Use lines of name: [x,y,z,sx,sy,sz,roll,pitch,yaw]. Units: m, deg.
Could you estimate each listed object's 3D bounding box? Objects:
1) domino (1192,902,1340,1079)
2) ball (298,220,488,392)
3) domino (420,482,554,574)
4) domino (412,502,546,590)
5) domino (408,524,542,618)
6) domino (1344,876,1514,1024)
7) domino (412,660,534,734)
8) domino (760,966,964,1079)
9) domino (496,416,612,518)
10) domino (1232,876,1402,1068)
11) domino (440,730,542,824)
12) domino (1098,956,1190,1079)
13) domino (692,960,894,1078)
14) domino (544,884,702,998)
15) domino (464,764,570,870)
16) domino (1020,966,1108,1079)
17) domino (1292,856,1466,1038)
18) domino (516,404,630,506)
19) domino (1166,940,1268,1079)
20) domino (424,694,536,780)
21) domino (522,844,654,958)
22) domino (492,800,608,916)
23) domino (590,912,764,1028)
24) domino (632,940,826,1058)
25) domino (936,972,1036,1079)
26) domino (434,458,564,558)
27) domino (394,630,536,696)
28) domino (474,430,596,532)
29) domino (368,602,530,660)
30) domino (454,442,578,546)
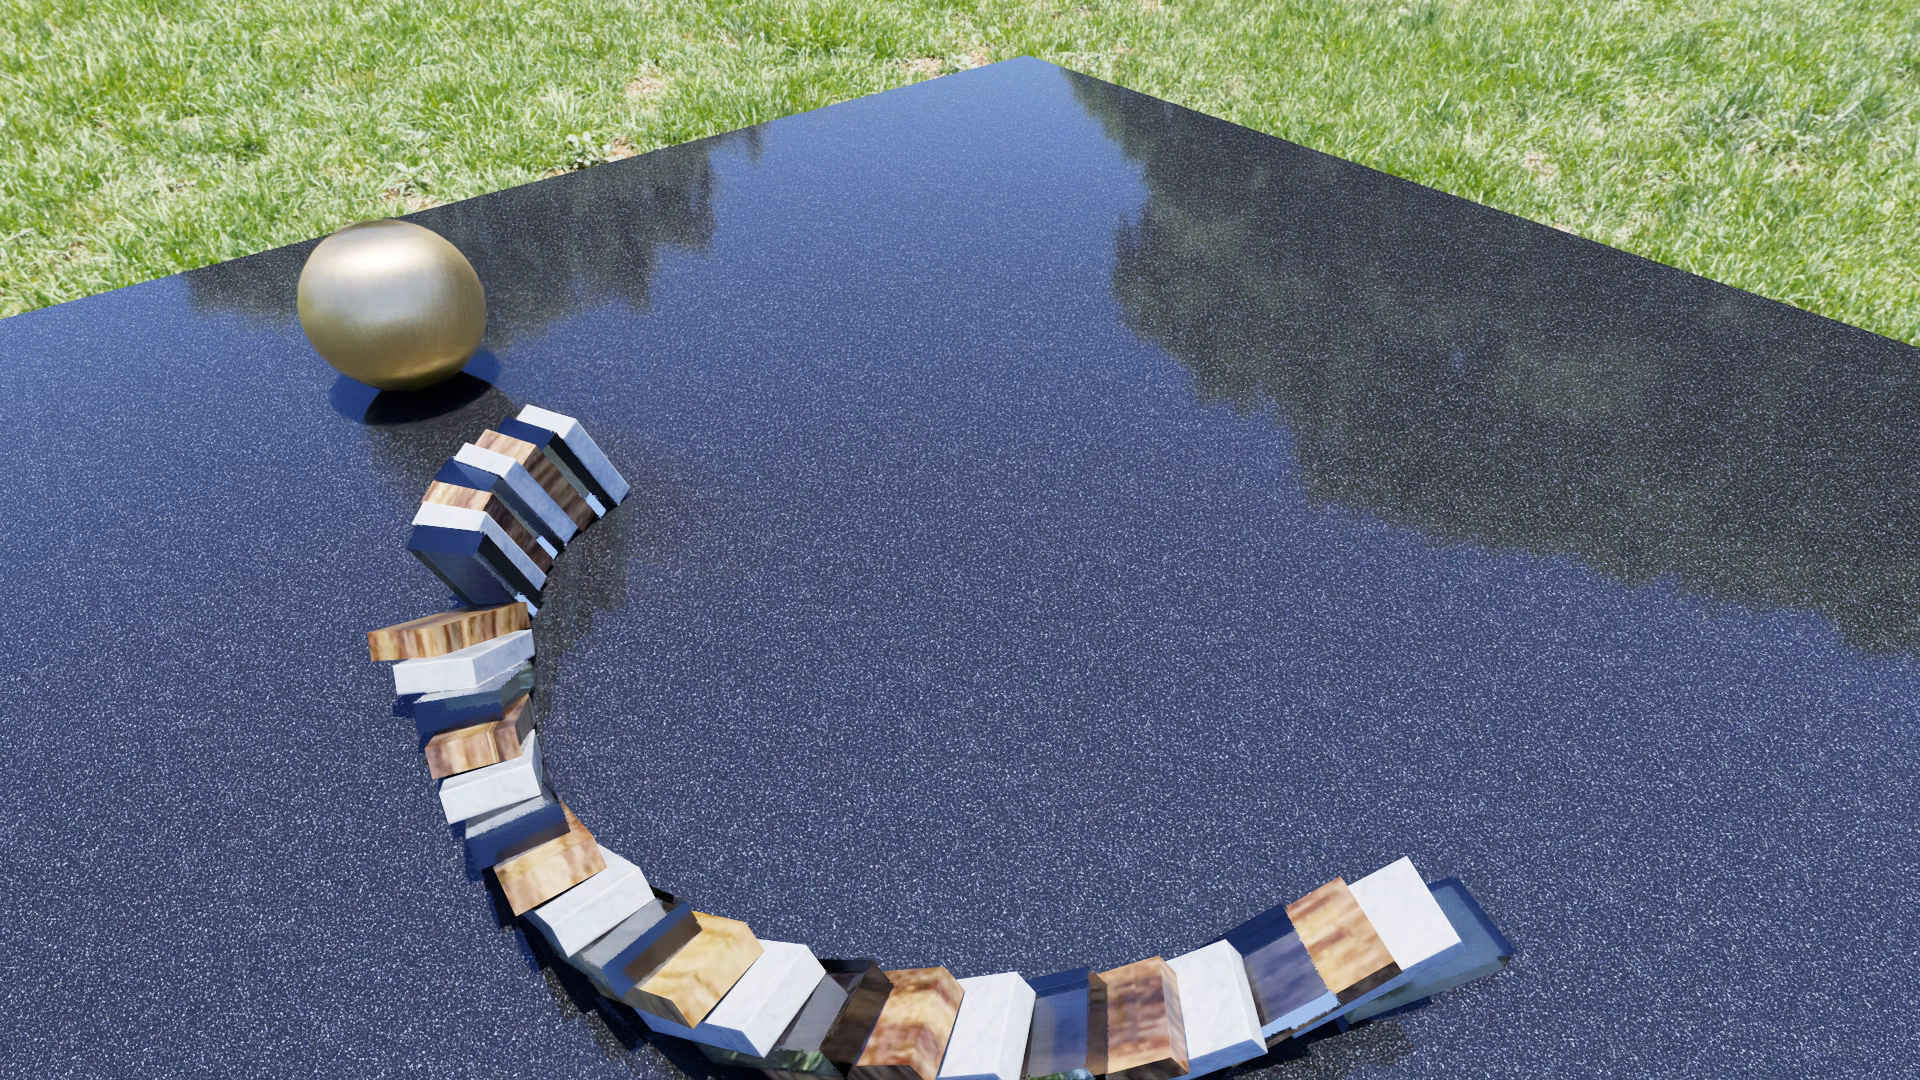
domino: [0.067,0.117,0.281,0.050,0.010,0.025,-33,41,9]
ball: [-0.268,-0.111,0.523,0.080,0.080,0.080,0,39,0]
domino: [-0.177,-0.003,0.415,0.025,0.050,0.009,11,63,13]
domino: [-0.176,0.004,0.406,0.025,0.050,0.009,9,63,11]
domino: [-0.174,0.012,0.397,0.025,0.050,0.009,6,62,8]
domino: [0.124,0.113,0.306,0.050,0.010,0.025,-12,41,-14]
domino: [-0.158,0.051,0.361,0.025,0.009,0.050,-8,6,-10]
domino: [-0.025,0.122,0.274,0.050,0.010,0.025,-19,28,34]
domino: [-0.164,-0.029,0.447,0.025,0.050,0.009,17,65,20]
domino: [0.085,0.112,0.287,0.050,0.009,0.025,-34,42,8]
domino: [-0.142,0.071,0.335,0.025,0.010,0.050,-16,8,-19]
domino: [0.030,0.123,0.272,0.050,0.010,0.025,-26,34,22]
domino: [-0.043,0.119,0.277,0.050,0.009,0.025,-16,26,38]
domino: [-0.092,0.104,0.295,0.025,0.009,0.050,-35,16,-35]
domino: [-0.131,0.081,0.324,0.025,0.010,0.050,-21,9,-23]
domino: [0.012,0.124,0.272,0.050,0.010,0.025,-24,32,25]
domino: [0.104,0.108,0.292,0.050,0.009,0.025,-32,43,10]
domino: [-0.159,-0.034,0.454,0.025,0.050,0.010,17,65,20]
domino: [0.049,0.122,0.274,0.050,0.009,0.025,-29,36,18]
domino: [-0.150,0.061,0.348,0.025,0.010,0.050,-13,7,-16]
domino: [-0.106,0.097,0.304,0.025,0.010,0.050,-31,14,-32]
domino: [-0.119,0.089,0.313,0.025,0.009,0.050,-25,11,-27]
domino: [-0.076,0.110,0.288,0.050,0.010,0.025,-12,23,46]
domino: [-0.060,0.115,0.282,0.050,0.009,0.025,-14,24,43]
domino: [-0.007,0.124,0.272,0.050,0.009,0.025,-21,30,30]
domino: [-0.177,-0.011,0.425,0.025,0.050,0.010,17,65,20]
domino: [-0.166,0.041,0.372,0.025,0.009,0.050,-6,6,0]
domino: [-0.169,-0.023,0.440,0.025,0.050,0.010,17,65,20]
domino: [-0.176,0.031,0.381,0.025,0.009,0.050,-4,6,13]
domino: [-0.174,-0.017,0.433,0.025,0.050,0.009,17,65,20]
